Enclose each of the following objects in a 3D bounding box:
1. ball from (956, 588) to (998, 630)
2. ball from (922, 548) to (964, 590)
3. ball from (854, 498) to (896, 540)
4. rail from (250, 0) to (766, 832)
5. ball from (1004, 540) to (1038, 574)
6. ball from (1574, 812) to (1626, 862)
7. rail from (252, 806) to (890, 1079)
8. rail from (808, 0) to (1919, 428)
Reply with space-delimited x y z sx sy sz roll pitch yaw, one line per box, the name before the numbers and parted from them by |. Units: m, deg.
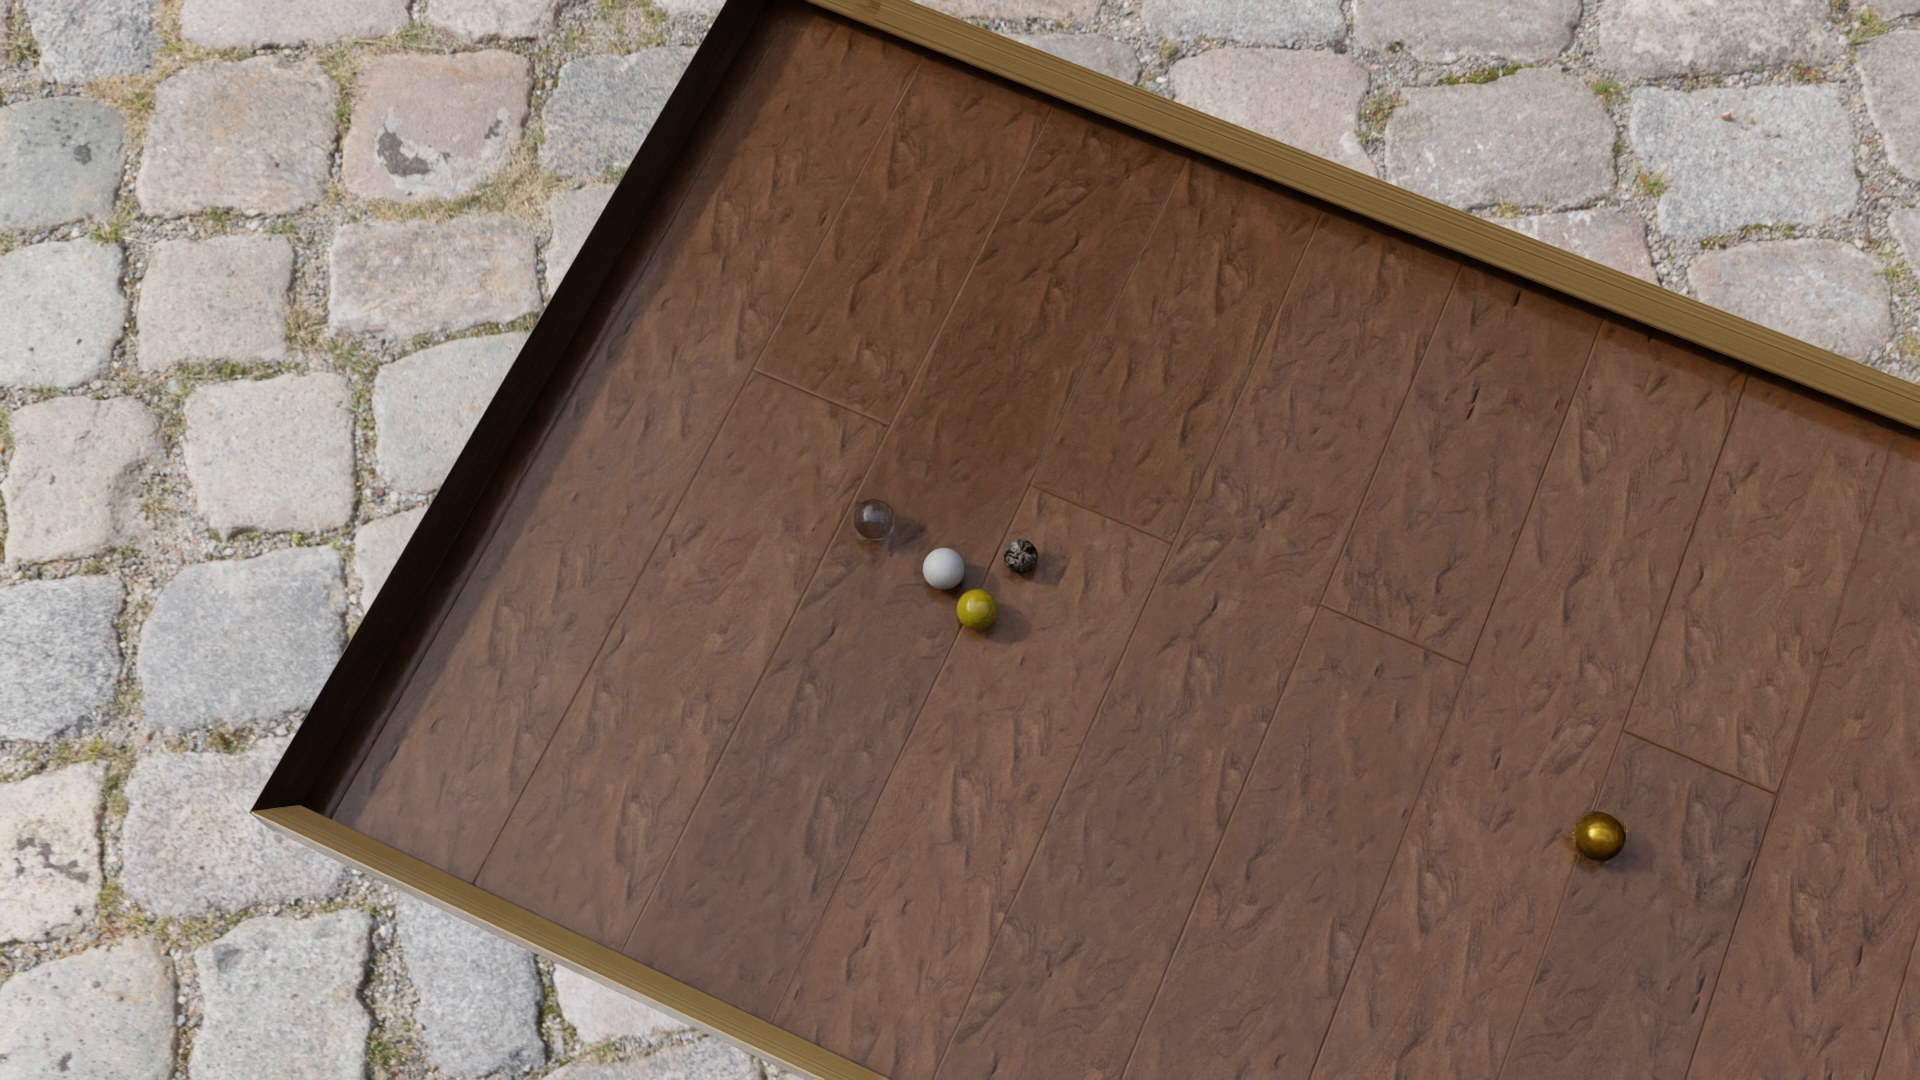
ball | 0.027 0.109 3.440 0.065 0.065 0.065 0 68 0
ball | -0.025 0.045 3.464 0.067 0.067 0.067 0 68 0
ball | -0.137 -0.033 3.495 0.066 0.066 0.066 0 68 0
rail | -0.679 -0.292 3.583 0.045 0.095 1.706 23 70 9
ball | 0.096 0.026 3.478 0.054 0.054 0.054 0 68 0
ball | 0.961 0.445 3.302 0.073 0.073 0.073 0 68 0
rail | 0.358 0.991 3.072 3.077 0.095 0.045 23 70 9
rail | 1.043 -0.413 3.630 3.077 0.095 0.045 23 70 9
